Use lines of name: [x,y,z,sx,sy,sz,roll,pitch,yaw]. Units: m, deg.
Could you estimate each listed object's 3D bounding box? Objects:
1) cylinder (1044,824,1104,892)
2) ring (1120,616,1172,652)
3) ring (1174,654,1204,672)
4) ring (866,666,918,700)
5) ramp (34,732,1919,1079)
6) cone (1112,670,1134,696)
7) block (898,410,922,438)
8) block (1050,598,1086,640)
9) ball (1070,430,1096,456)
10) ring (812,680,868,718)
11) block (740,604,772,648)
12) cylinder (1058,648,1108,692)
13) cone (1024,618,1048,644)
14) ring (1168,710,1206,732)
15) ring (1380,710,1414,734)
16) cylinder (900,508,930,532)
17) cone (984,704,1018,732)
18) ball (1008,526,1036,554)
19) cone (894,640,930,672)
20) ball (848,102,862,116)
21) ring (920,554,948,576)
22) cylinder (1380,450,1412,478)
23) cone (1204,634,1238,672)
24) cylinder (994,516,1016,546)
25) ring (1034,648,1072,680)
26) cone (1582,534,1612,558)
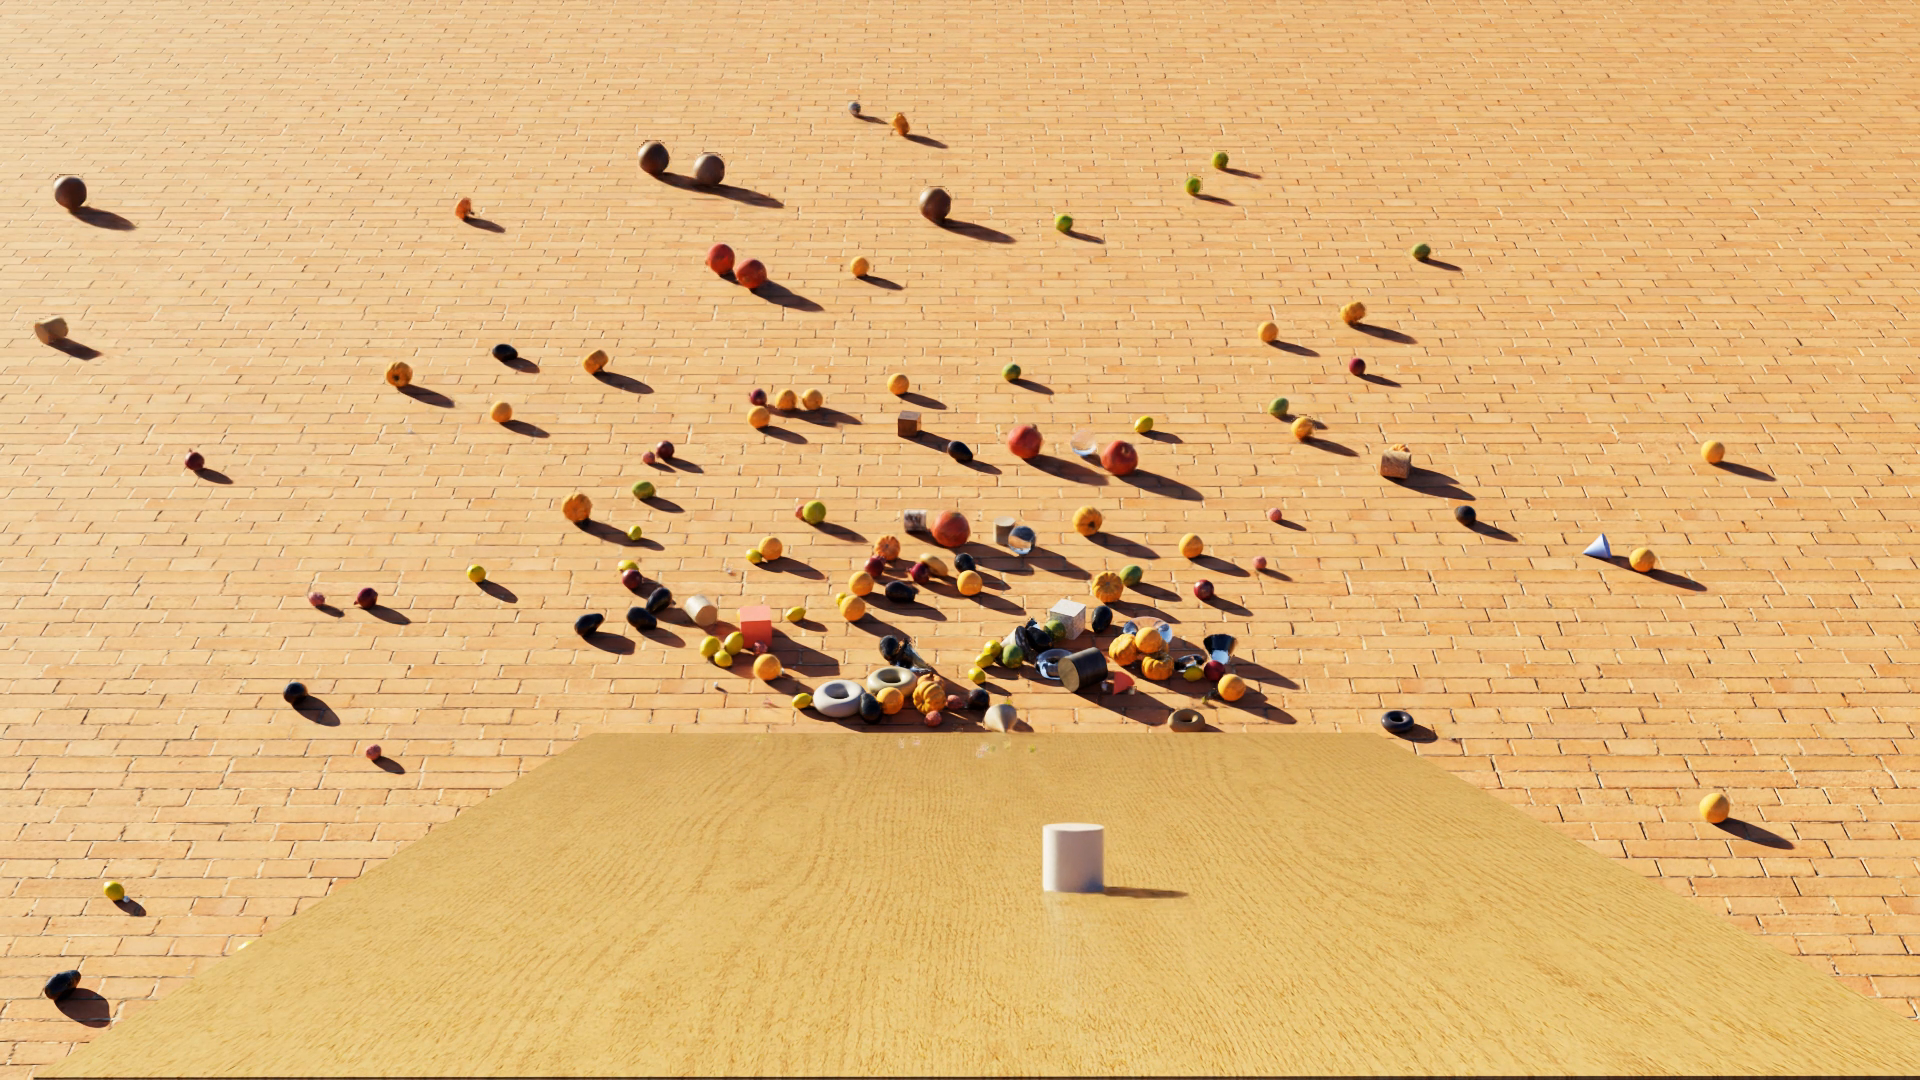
cylinder: [0.172,0.479,3.900,0.092,0.092,0.092,0,1,0]
ring: [0.519,0.261,7.182,0.145,0.048,0.145,-1,28,1]
ring: [0.623,0.335,7.019,0.087,0.087,0.029,-8,71,-14]
ring: [-0.181,0.386,6.947,0.140,0.047,0.140,0,26,0]
ramp: [0.063,0.567,4.607,2.000,0.100,4.000,0,1,0]
cone: [0.427,0.395,6.949,0.062,0.062,0.062,19,60,32]
block: [-0.163,-0.374,8.359,0.064,0.064,0.064,6,29,11]
block: [0.301,0.222,7.224,0.076,0.076,0.076,14,31,25]
ball: [0.391,-0.307,8.215,0.081,0.081,0.081,0,28,0]
ring: [-0.319,0.422,6.878,0.146,0.049,0.146,-1,29,0]
block: [-0.568,0.240,7.181,0.085,0.085,0.085,-3,28,-6]
cylinder: [0.331,0.349,6.964,0.096,0.096,0.096,-18,33,-30]
cone: [0.215,0.268,7.181,0.080,0.080,0.080,36,37,8]
ring: [0.596,0.478,6.789,0.098,0.033,0.098,-1,29,0]
ring: [1.150,0.478,6.793,0.088,0.029,0.088,-1,29,0]
cylinder: [-0.135,-0.056,7.763,0.062,0.062,0.062,-15,19,29]
cone: [0.110,0.479,6.658,0.087,0.087,0.087,-3,20,-5]
ball: [0.184,0.000,7.631,0.086,0.086,0.086,0,28,0]
cone: [-0.121,0.336,7.045,0.096,0.096,0.096,25,27,-10]
ball: [-0.457,-1.866,11.172,0.060,0.060,0.060,0,28,0]
ring: [-0.075,0.072,7.502,0.094,0.094,0.031,24,73,37]
cylinder: [1.364,-0.237,8.083,0.082,0.082,0.082,7,29,19]
cone: [0.712,0.322,7.072,0.095,0.095,0.095,3,55,6]
cylinder: [0.132,-0.028,7.707,0.065,0.065,0.065,0,28,0]
ring: [0.264,0.338,7.045,0.123,0.041,0.123,-1,29,0]
cone: [1.873,0.029,7.631,0.077,0.077,0.077,-19,21,24]
